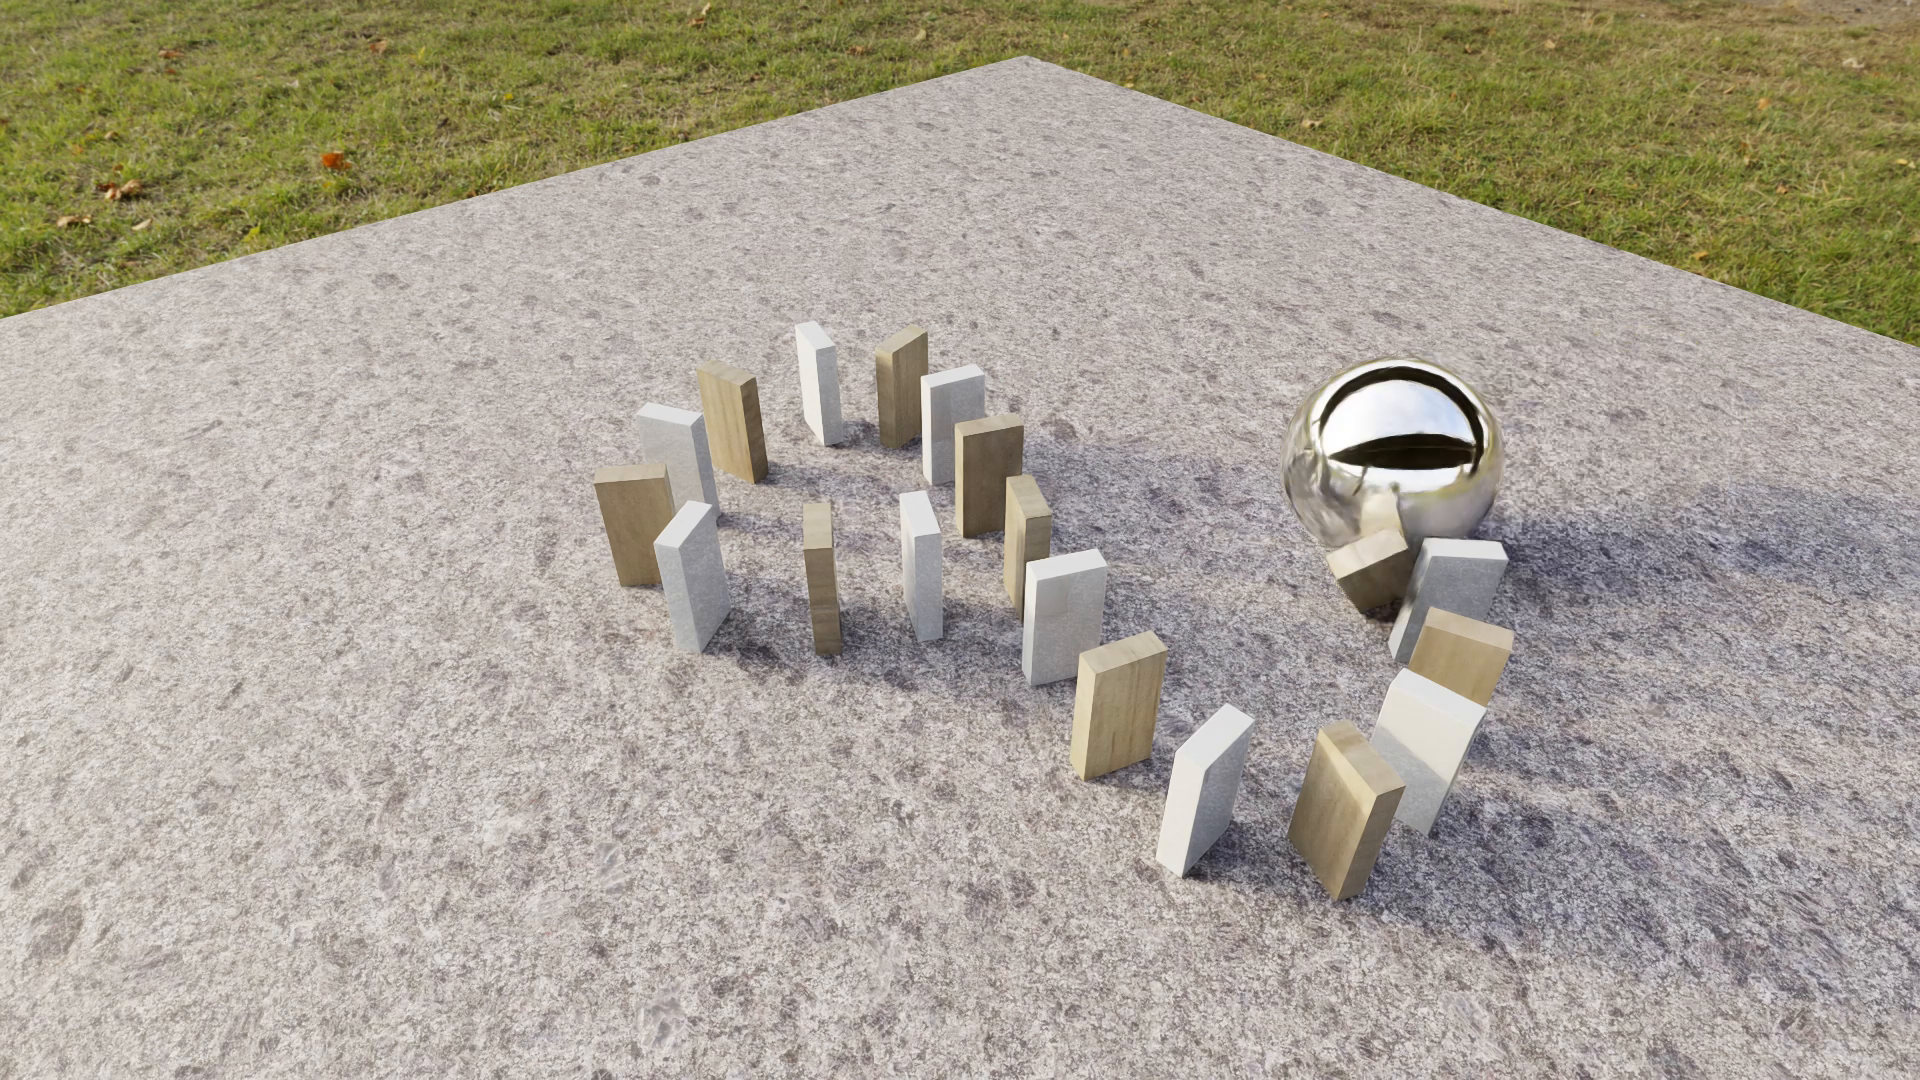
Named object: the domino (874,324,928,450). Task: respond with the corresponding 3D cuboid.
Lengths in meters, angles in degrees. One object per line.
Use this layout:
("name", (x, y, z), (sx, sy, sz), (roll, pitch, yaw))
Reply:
("domino", (-0.025, -0.068, 0.495), (0.009, 0.050, 0.025), (25, 45, 27))

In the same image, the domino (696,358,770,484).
("domino", (-0.097, -0.051, 0.473), (0.025, 0.050, 0.010), (24, 45, 26))

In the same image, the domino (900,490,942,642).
("domino", (-0.014, 0.010, 0.399), (0.010, 0.050, 0.025), (-9, 40, -11))

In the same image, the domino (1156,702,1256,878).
("domino", (0.071, 0.074, 0.321), (0.010, 0.050, 0.025), (31, 49, 32))

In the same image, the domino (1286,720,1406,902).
("domino", (0.110, 0.078, 0.316), (0.010, 0.050, 0.025), (-14, 41, -16))

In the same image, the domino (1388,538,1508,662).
("domino", (0.170, 0.022, 0.384), (0.025, 0.050, 0.009), (3, 39, 4))

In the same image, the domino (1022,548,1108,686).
("domino", (0.035, 0.027, 0.378), (0.025, 0.050, 0.009), (-11, 41, -13))

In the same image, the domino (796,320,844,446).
("domino", (-0.063, -0.070, 0.497), (0.009, 0.050, 0.025), (-18, 43, -21))

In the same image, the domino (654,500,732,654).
("domino", (-0.095, 0.014, 0.395), (0.010, 0.050, 0.025), (11, 41, 13))

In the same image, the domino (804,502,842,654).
("domino", (-0.049, 0.014, 0.394), (0.010, 0.050, 0.025), (-4, 40, -5))

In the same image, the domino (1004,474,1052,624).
("domino", (0.025, 0.004, 0.407), (0.009, 0.050, 0.025), (-9, 40, -10))

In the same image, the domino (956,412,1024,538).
("domino", (0.011, -0.026, 0.443), (0.025, 0.050, 0.009), (-12, 41, -14))

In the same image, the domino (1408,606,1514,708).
("domino", (0.157, 0.047, 0.355), (0.025, 0.050, 0.009), (18, 43, 20))

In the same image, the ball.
("ball", (0.166, -0.030, 0.425), (0.080, 0.080, 0.080), (0, 39, 0))

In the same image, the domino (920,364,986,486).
("domino", (-0.003, -0.049, 0.471), (0.025, 0.050, 0.010), (-16, 42, -19))

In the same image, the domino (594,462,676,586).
("domino", (-0.121, -0.005, 0.418), (0.025, 0.050, 0.009), (-5, 40, -6))

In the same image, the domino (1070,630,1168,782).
("domino", (0.049, 0.053, 0.347), (0.025, 0.050, 0.009), (-16, 42, -18))

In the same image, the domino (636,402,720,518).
("domino", (-0.114, -0.030, 0.448), (0.025, 0.050, 0.009), (13, 41, 15))

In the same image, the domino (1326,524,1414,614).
("domino", (0.149, 0.011, 0.394), (0.025, 0.050, 0.009), (-28, 62, 19))

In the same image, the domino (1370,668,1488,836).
("domino", (0.138, 0.065, 0.333), (0.025, 0.050, 0.009), (29, 47, 30))
